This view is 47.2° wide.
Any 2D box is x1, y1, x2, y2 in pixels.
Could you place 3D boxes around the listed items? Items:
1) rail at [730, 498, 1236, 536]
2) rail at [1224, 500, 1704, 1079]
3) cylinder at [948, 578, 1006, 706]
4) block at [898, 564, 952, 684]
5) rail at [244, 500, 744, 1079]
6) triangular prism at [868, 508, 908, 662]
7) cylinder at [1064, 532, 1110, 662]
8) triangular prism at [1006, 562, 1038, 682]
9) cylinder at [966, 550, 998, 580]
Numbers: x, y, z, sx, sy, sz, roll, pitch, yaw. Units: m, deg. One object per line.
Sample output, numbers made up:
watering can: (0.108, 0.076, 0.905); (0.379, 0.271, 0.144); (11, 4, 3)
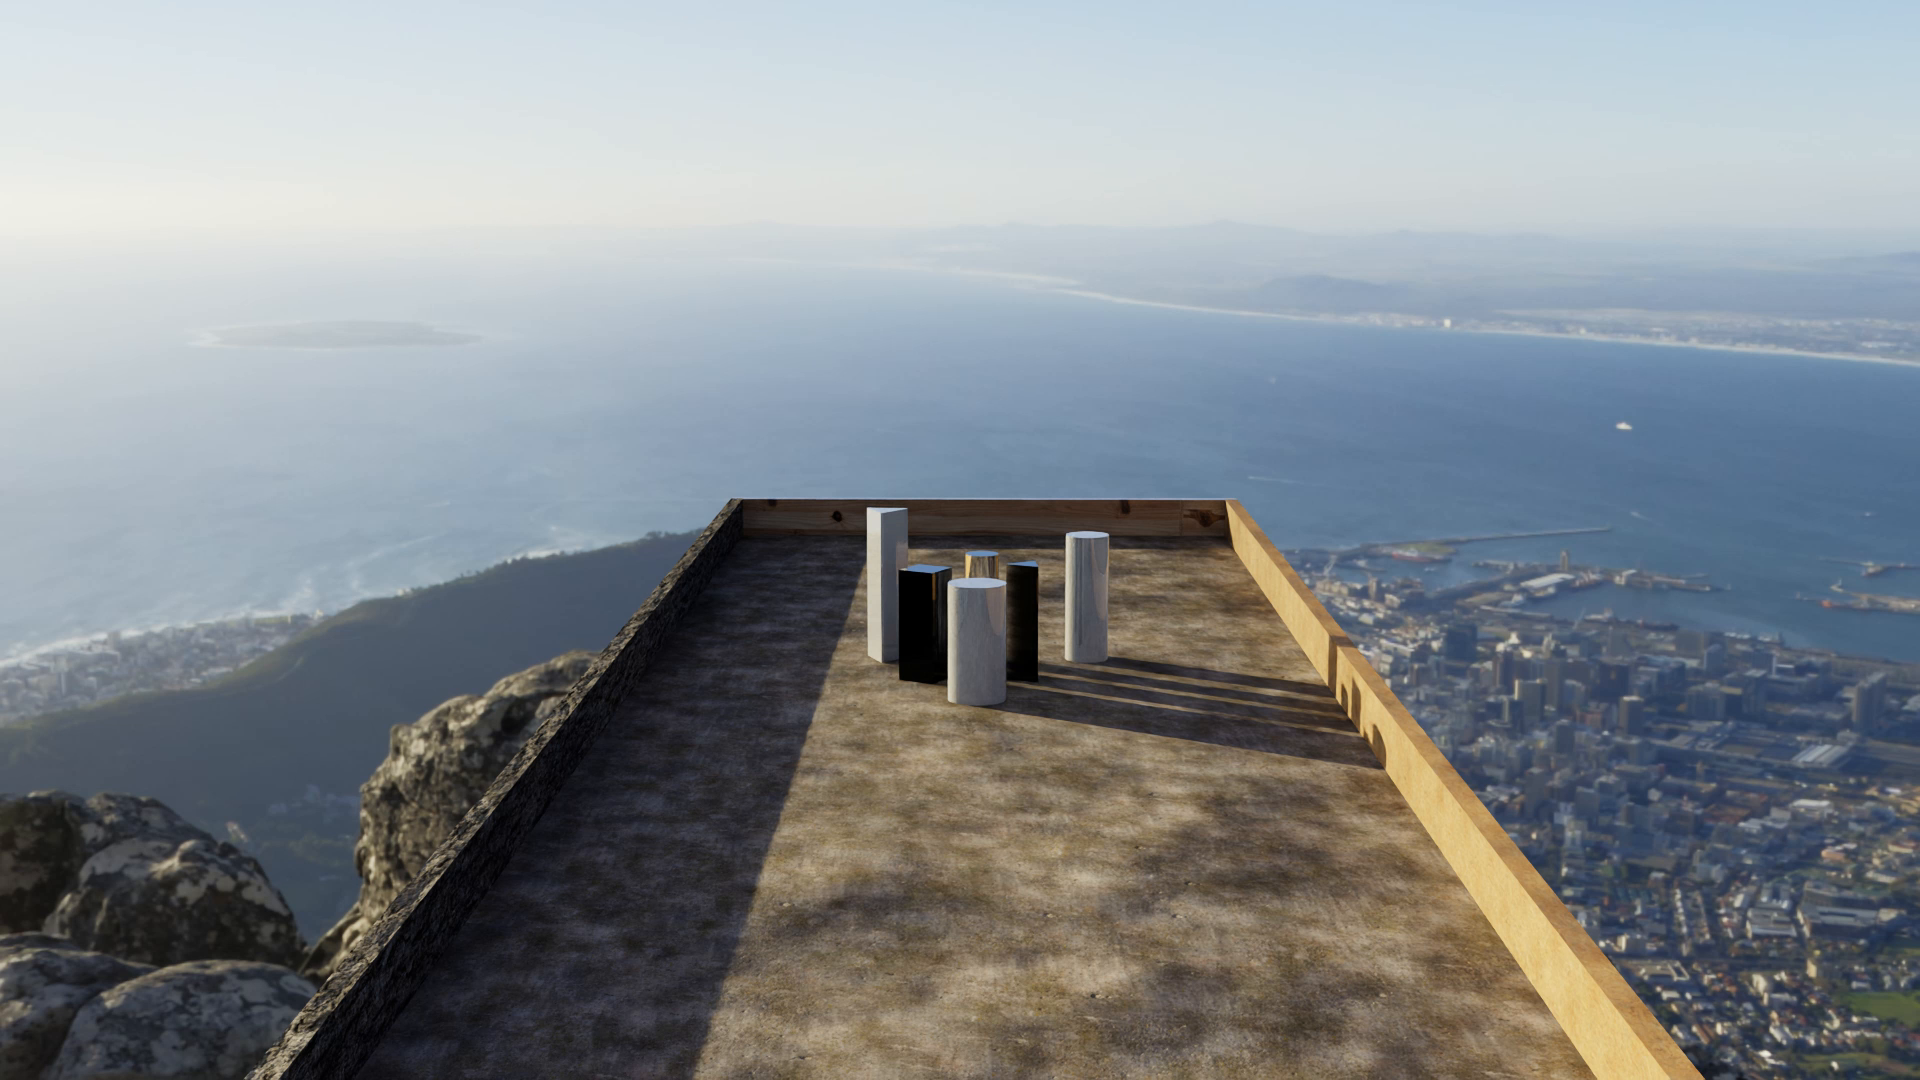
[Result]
rail: (0.099, -0.098, 9.147); (2.100, 0.150, 0.050); (0, 9, 1)
rail: (1.046, 0.843, 3.208); (0.050, 0.150, 12.000); (0, 9, 1)
cylinder: (0.048, 0.283, 6.163); (0.165, 0.331, 0.165); (0, 9, 0)
block: (-0.101, 0.244, 6.426); (0.113, 0.326, 0.113); (5, 10, 29)
rail: (-1.004, 0.839, 3.234); (0.050, 0.150, 12.000); (0, 9, 1)
triangular prism: (-0.239, 0.133, 6.705); (0.107, 0.459, 0.123); (7, 11, 37)
cylinder: (0.386, 0.173, 6.696); (0.131, 0.383, 0.131); (0, 9, 0)
triangular prism: (0.198, 0.236, 6.433); (0.100, 0.341, 0.087); (4, 10, 26)
cylinder: (0.067, 0.202, 6.692); (0.102, 0.326, 0.102); (0, 9, 0)
